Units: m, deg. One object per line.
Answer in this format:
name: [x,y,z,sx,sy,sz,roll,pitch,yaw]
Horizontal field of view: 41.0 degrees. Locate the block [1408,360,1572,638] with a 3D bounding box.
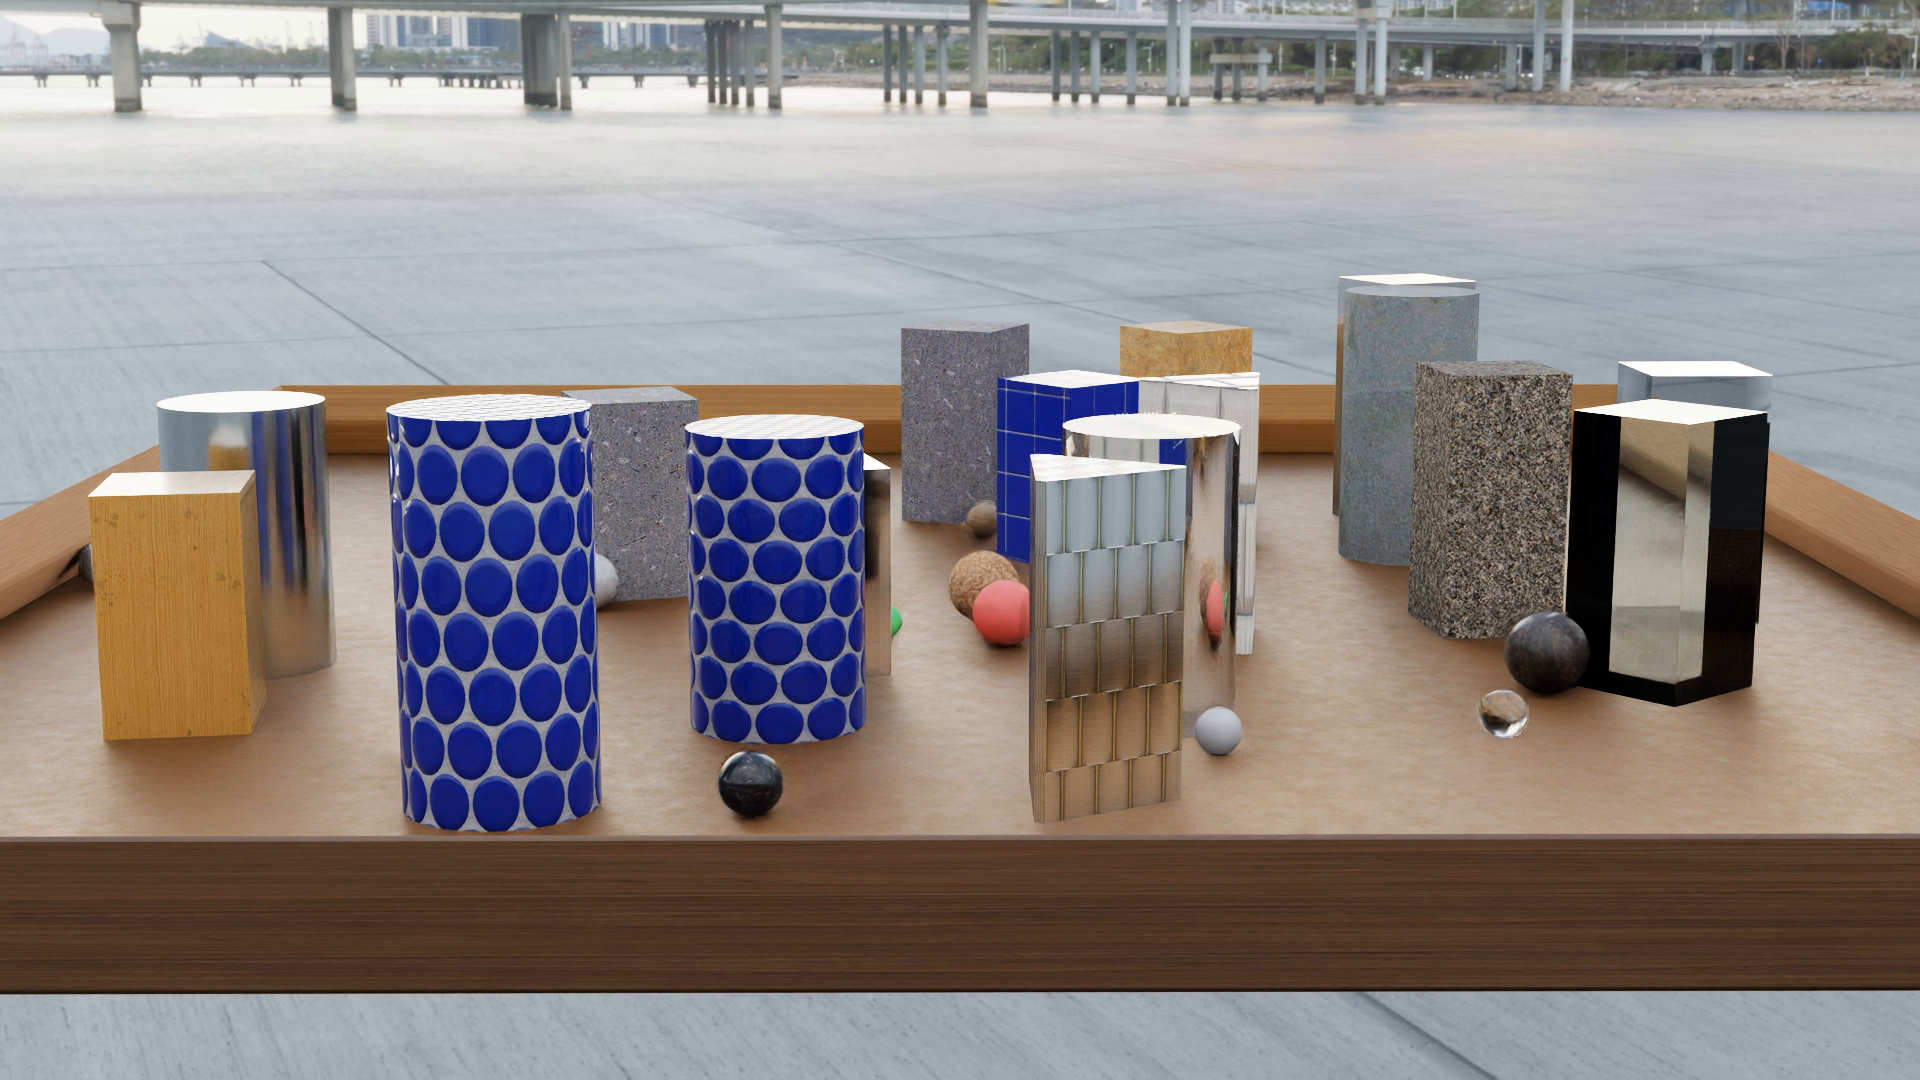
block: [0.690,-0.056,3.351,0.157,0.339,0.157,-1,11,-7]

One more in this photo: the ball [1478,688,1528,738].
ball: [0.595,0.190,2.813,0.053,0.053,0.053,0,11,0]

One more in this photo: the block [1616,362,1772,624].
block: [0.972,-0.065,3.426,0.157,0.330,0.157,0,11,-2]

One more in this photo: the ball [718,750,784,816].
ball: [-0.205,0.238,2.517,0.065,0.065,0.065,0,11,0]

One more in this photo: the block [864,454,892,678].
block: [-0.181,0.030,3.128,0.157,0.253,0.157,-3,11,-16]

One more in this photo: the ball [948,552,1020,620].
ball: [0.032,0.062,3.391,0.094,0.094,0.094,0,11,0]

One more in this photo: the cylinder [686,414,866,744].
cylinder: [-0.204,0.039,2.851,0.196,0.334,0.196,0,11,0]

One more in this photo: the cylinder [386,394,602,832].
cylinder: [-0.457,0.067,2.528,0.196,0.398,0.196,0,11,0]

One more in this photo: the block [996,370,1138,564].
block: [0.166,-0.106,3.815,0.157,0.269,0.157,-9,14,-40]

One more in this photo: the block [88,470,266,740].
block: [-0.870,0.069,2.866,0.157,0.270,0.157,-2,11,-9]

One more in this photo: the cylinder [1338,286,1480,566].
cylinder: [0.670,-0.174,3.836,0.196,0.396,0.196,0,11,0]

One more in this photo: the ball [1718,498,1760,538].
ball: [1.213,-0.034,3.996,0.061,0.061,0.061,0,11,0]

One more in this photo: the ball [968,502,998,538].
ball: [0.039,-0.030,3.995,0.055,0.055,0.055,0,11,0]

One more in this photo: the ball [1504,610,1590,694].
ball: [0.687,0.132,3.004,0.097,0.097,0.097,0,11,0]

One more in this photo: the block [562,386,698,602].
block: [-0.460,-0.066,3.588,0.157,0.274,0.157,-4,11,-20]

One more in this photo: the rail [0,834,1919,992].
rail: [0.008,0.292,2.051,2.557,0.128,0.045,0,11,0]

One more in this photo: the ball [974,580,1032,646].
ball: [0.058,0.092,3.254,0.084,0.084,0.084,0,11,0]

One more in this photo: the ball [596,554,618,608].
ball: [-0.501,0.056,3.467,0.078,0.078,0.078,0,11,0]

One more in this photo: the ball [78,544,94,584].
ball: [-1.216,0.033,3.634,0.062,0.062,0.062,0,11,0]

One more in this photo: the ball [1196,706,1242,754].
ball: [0.277,0.204,2.743,0.051,0.051,0.051,0,11,0]

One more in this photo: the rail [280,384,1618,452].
rail: [-0.008,-0.226,4.846,2.557,0.128,0.045,0,11,0]

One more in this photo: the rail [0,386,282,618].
rail: [-1.255,0.034,3.442,0.045,0.128,2.890,0,11,0]

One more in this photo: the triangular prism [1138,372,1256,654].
triangular prism: [0.338,-0.041,3.288,0.170,0.334,0.147,8,13,37]

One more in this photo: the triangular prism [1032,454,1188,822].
triangular prism: [0.112,0.090,2.570,0.170,0.337,0.147,-6,12,-30]

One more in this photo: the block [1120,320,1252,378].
block: [0.379,-0.214,4.333,0.157,0.293,0.157,-7,13,-34]

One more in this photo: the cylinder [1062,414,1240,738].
cylinder: [0.212,0.037,2.868,0.196,0.332,0.196,0,11,0]

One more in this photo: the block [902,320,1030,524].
block: [0.009,-0.193,4.168,0.157,0.311,0.157,5,11,24]

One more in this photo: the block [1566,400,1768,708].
block: [0.829,0.011,3.024,0.157,0.328,0.157,-9,14,-40]

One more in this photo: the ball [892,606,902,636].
ball: [-0.095,0.105,3.298,0.043,0.043,0.043,0,11,0]

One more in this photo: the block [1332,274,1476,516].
block: [0.714,-0.226,4.135,0.157,0.389,0.157,-4,11,-22]

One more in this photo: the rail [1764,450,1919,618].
rail: [1.255,0.032,3.456,0.045,0.128,2.890,0,11,0]

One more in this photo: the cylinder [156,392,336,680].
cylinder: [-0.869,-0.008,3.134,0.196,0.325,0.196,0,11,0]
